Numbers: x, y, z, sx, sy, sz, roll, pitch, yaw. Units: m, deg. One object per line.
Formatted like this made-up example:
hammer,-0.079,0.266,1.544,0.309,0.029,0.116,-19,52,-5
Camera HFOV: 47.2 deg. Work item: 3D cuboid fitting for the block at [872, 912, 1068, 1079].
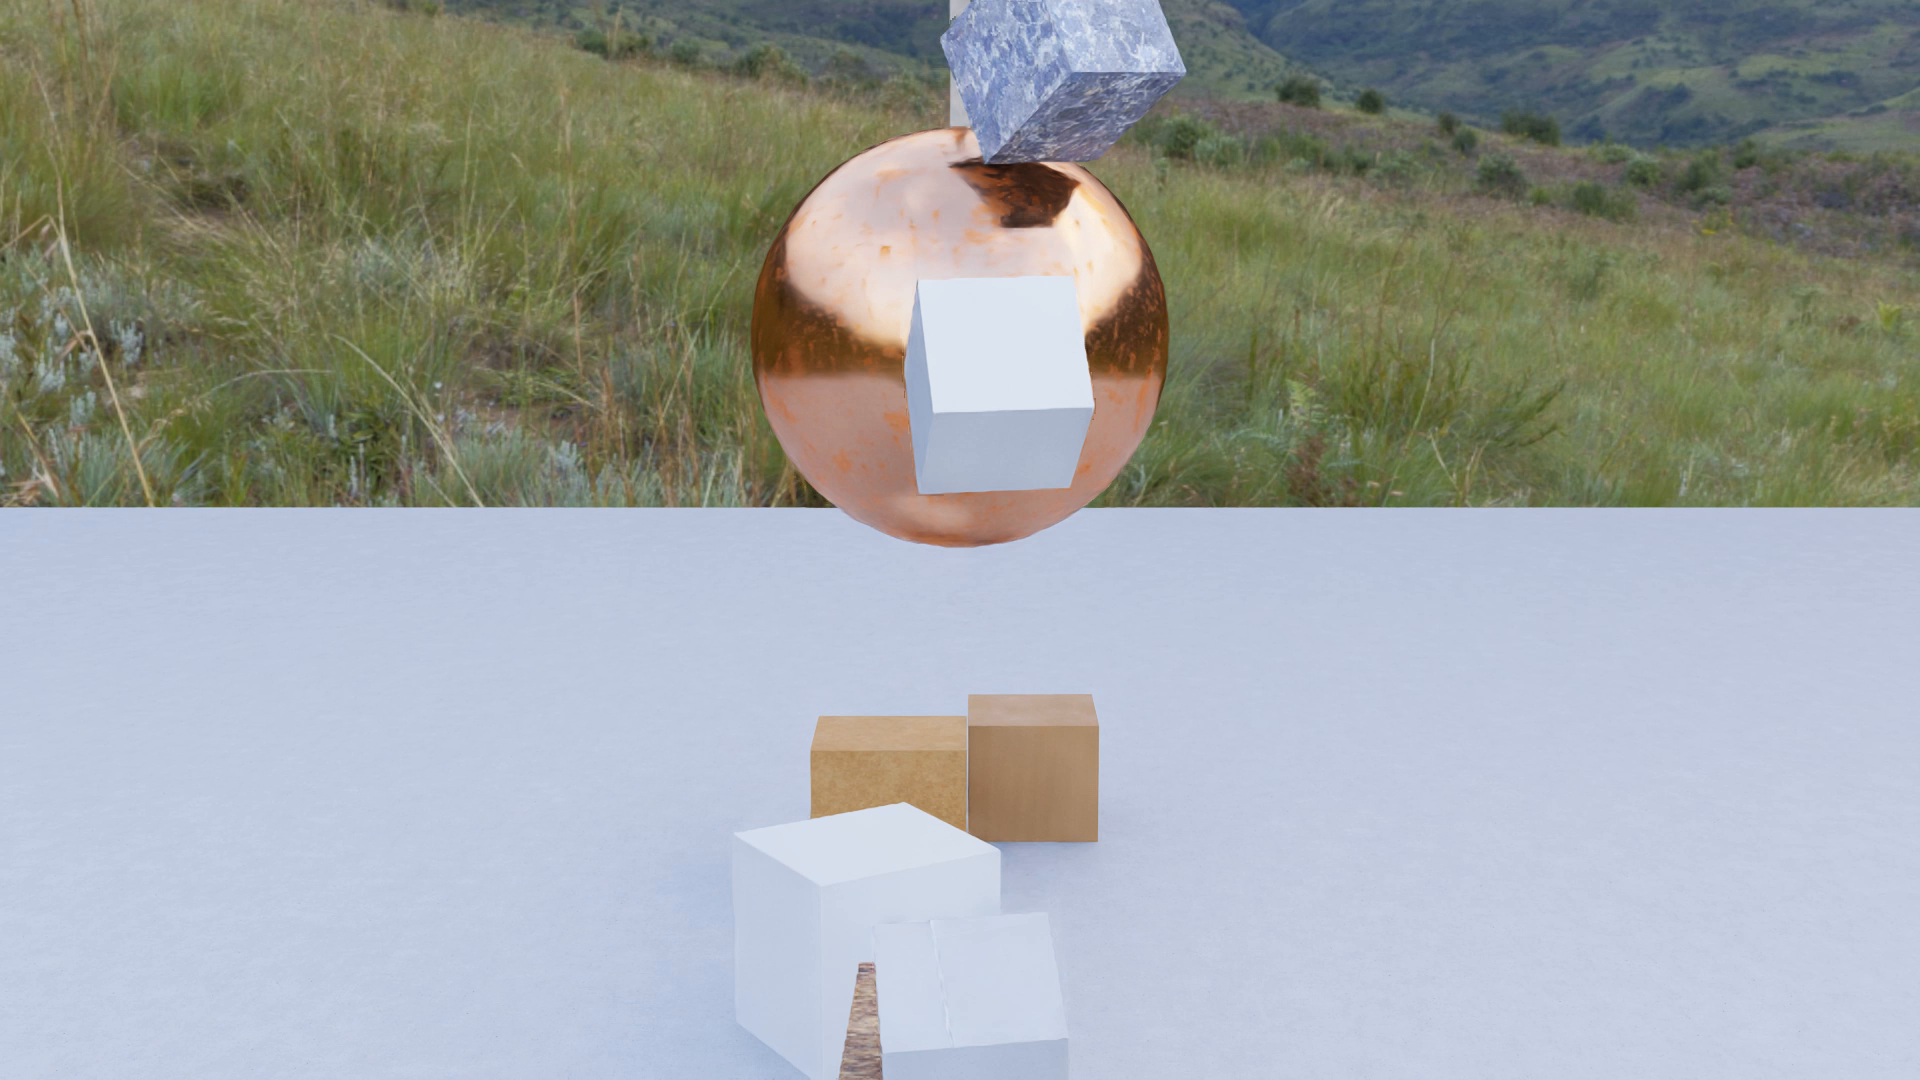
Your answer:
block,0.029,1.511,6.752,0.547,0.444,0.534,-4,34,-3

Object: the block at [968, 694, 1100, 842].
block,0.371,1.174,11.406,0.656,0.608,0.642,0,10,0

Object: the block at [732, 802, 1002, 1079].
block,-0.373,1.573,8.698,0.793,0.792,0.739,-6,12,-31

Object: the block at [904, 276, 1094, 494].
block,0.112,-0.491,7.003,0.496,0.486,0.500,-3,-28,-8

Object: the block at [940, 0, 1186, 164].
block,0.357,-1.714,7.785,0.509,0.517,0.581,-8,-18,-35

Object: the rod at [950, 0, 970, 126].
rod,0.000,-4.047,9.302,0.080,5.200,0.080,0,-15,0

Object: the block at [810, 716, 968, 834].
block,-0.332,1.270,10.625,0.732,0.701,0.633,0,10,0

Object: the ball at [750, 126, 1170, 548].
ball,0.000,-0.767,8.405,1.600,1.600,1.600,0,10,0

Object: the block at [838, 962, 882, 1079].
block,-0.041,1.853,7.243,0.640,0.576,0.707,1,28,4
